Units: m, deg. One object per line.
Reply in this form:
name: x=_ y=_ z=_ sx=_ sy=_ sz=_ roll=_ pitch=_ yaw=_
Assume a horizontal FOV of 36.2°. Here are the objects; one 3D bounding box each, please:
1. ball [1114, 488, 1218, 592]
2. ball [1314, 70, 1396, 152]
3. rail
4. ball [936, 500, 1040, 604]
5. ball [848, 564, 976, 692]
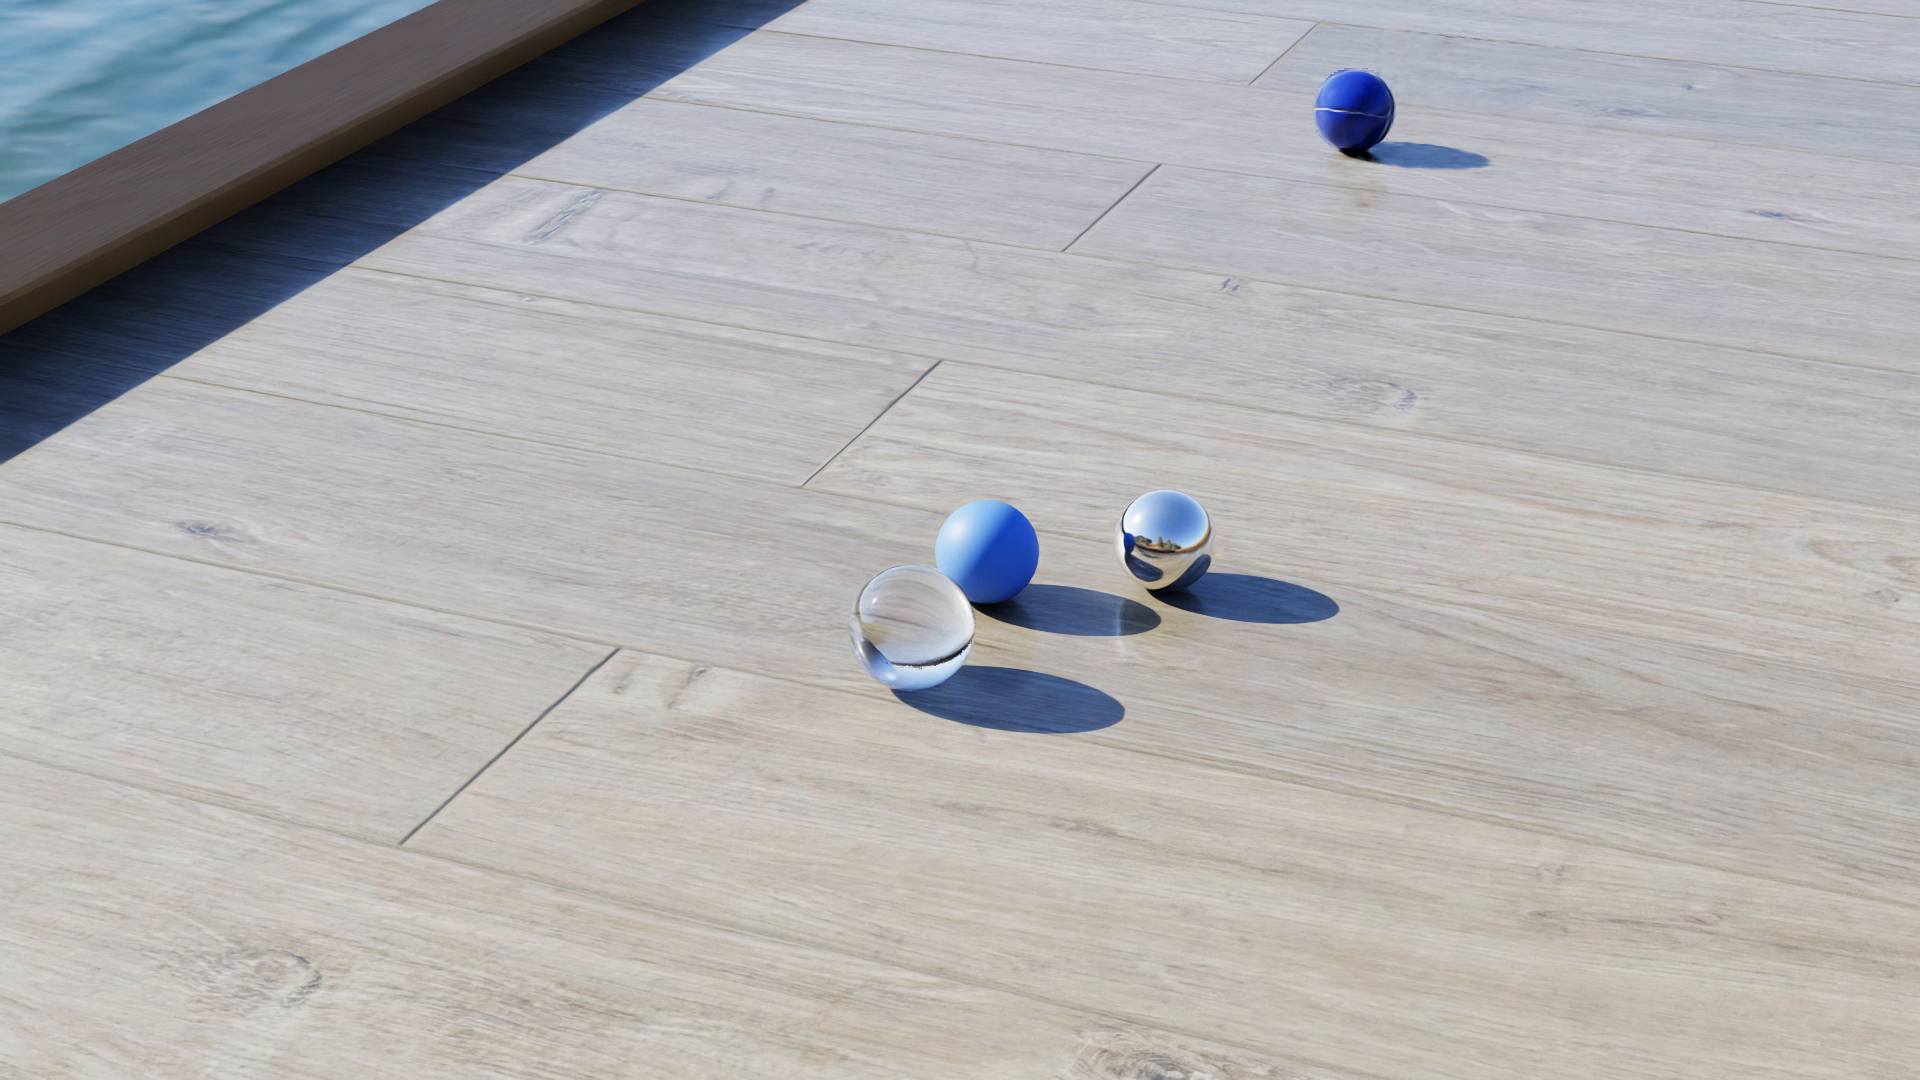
ball: x=0.128 y=0.000 z=1.840 sx=0.065 sy=0.065 sz=0.065 roll=0 pitch=26 yaw=0
ball: x=0.354 y=-0.385 z=2.634 sx=0.072 sy=0.072 sz=0.072 roll=0 pitch=26 yaw=0
rail: x=-0.454 y=-0.463 z=2.766 sx=0.045 sy=0.097 sz=3.133 roll=10 pitch=27 yaw=20
ball: x=0.017 y=0.007 z=1.825 sx=0.065 sy=0.065 sz=0.065 roll=0 pitch=26 yaw=0
ball: x=-0.029 y=0.051 z=1.722 sx=0.075 sy=0.075 sz=0.075 roll=0 pitch=26 yaw=0
